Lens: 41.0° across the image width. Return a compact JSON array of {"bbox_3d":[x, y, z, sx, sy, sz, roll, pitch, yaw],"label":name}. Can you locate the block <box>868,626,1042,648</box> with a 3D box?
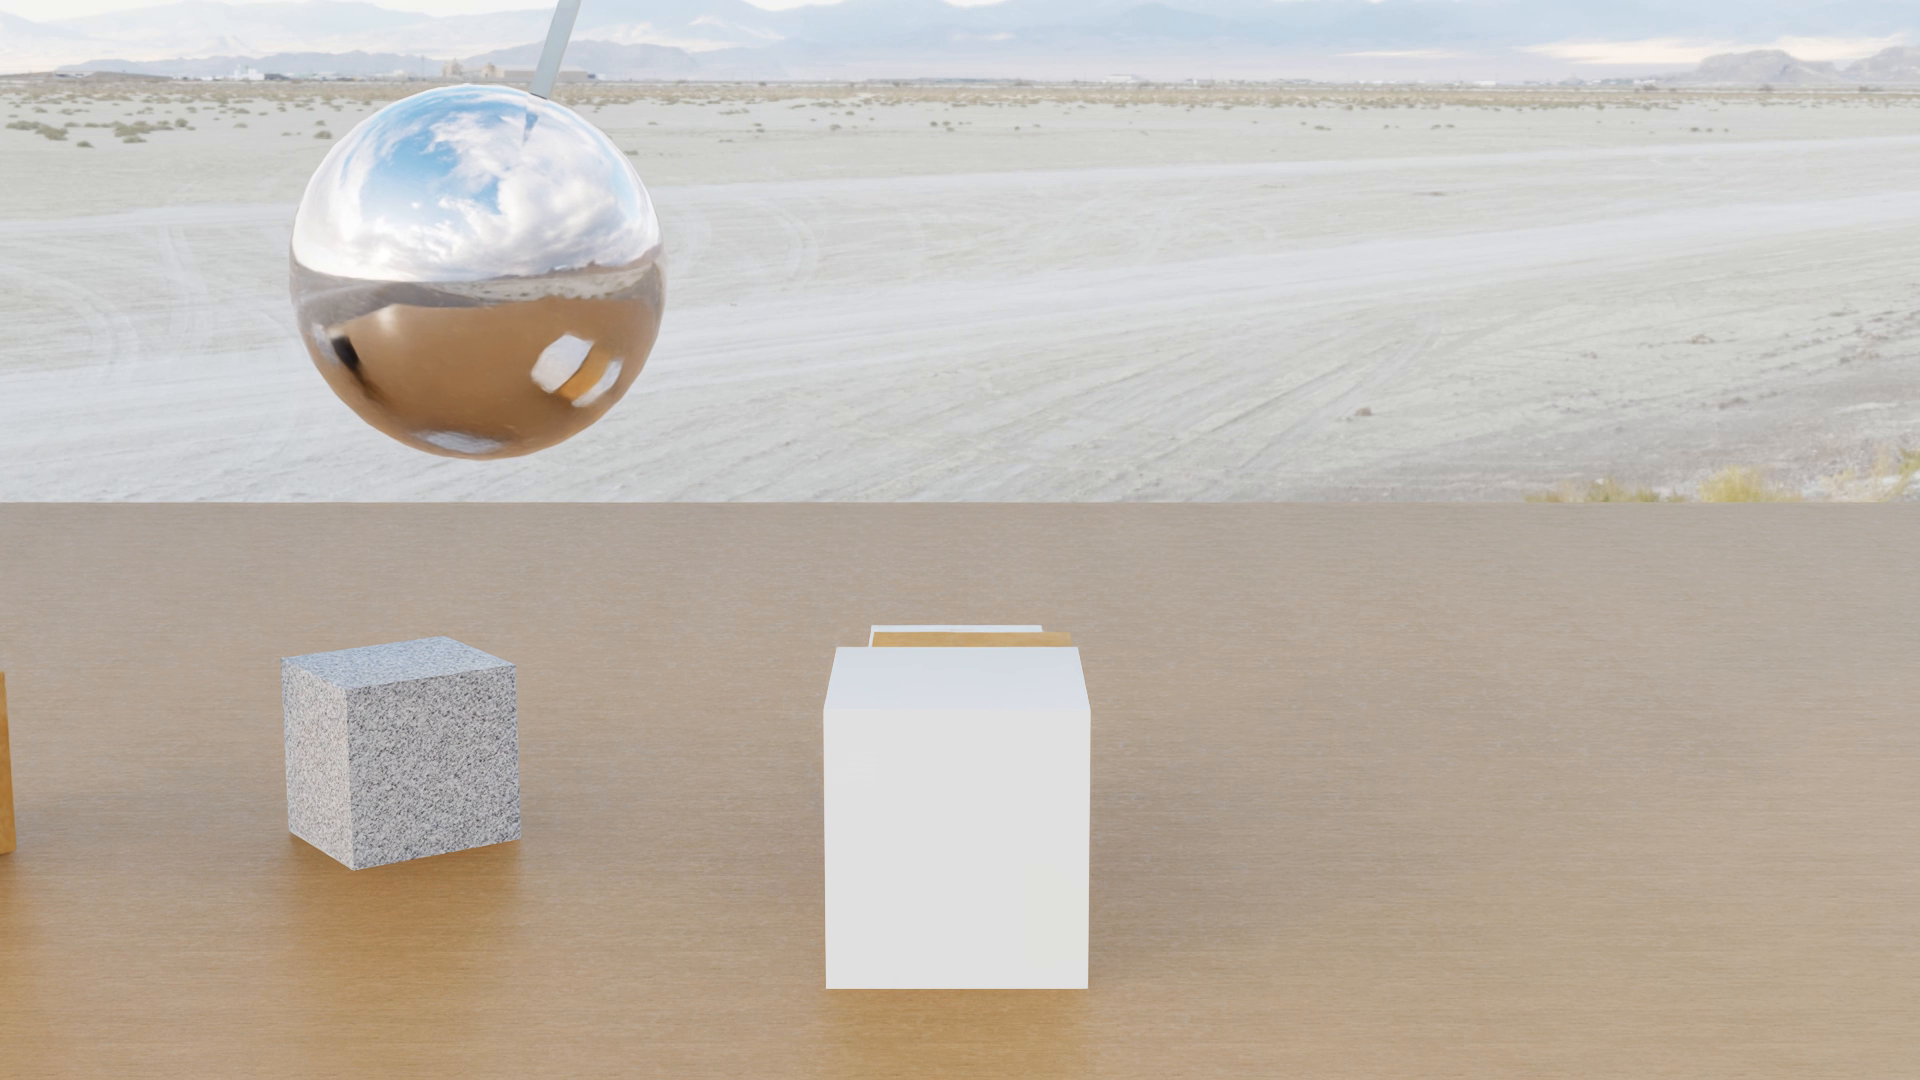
[{"bbox_3d":[-0.017,0.901,12.386,0.844,0.795,0.950,0,10,0],"label":"block"}]

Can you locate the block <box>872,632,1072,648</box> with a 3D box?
[{"bbox_3d":[0.053,0.986,11.427,0.900,0.972,0.944,0,10,0],"label":"block"}]

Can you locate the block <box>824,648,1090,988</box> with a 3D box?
[{"bbox_3d":[-0.011,1.098,10.407,1.017,1.115,1.085,0,10,0],"label":"block"}]

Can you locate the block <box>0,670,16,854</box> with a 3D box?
[{"bbox_3d":[-4.865,1.017,11.628,0.791,0.839,0.755,8,13,38],"label":"block"}]

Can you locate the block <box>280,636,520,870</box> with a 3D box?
[{"bbox_3d":[-2.597,0.969,11.915,0.822,0.830,0.761,-7,13,-35],"label":"block"}]

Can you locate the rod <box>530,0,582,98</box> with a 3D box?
[{"bbox_3d":[-0.889,-4.282,10.402,0.080,5.200,0.080,20,10,-4],"label":"rod"}]

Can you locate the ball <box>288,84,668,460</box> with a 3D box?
[{"bbox_3d":[-2.051,-1.139,10.973,1.600,1.600,1.600,0,10,0],"label":"ball"}]
